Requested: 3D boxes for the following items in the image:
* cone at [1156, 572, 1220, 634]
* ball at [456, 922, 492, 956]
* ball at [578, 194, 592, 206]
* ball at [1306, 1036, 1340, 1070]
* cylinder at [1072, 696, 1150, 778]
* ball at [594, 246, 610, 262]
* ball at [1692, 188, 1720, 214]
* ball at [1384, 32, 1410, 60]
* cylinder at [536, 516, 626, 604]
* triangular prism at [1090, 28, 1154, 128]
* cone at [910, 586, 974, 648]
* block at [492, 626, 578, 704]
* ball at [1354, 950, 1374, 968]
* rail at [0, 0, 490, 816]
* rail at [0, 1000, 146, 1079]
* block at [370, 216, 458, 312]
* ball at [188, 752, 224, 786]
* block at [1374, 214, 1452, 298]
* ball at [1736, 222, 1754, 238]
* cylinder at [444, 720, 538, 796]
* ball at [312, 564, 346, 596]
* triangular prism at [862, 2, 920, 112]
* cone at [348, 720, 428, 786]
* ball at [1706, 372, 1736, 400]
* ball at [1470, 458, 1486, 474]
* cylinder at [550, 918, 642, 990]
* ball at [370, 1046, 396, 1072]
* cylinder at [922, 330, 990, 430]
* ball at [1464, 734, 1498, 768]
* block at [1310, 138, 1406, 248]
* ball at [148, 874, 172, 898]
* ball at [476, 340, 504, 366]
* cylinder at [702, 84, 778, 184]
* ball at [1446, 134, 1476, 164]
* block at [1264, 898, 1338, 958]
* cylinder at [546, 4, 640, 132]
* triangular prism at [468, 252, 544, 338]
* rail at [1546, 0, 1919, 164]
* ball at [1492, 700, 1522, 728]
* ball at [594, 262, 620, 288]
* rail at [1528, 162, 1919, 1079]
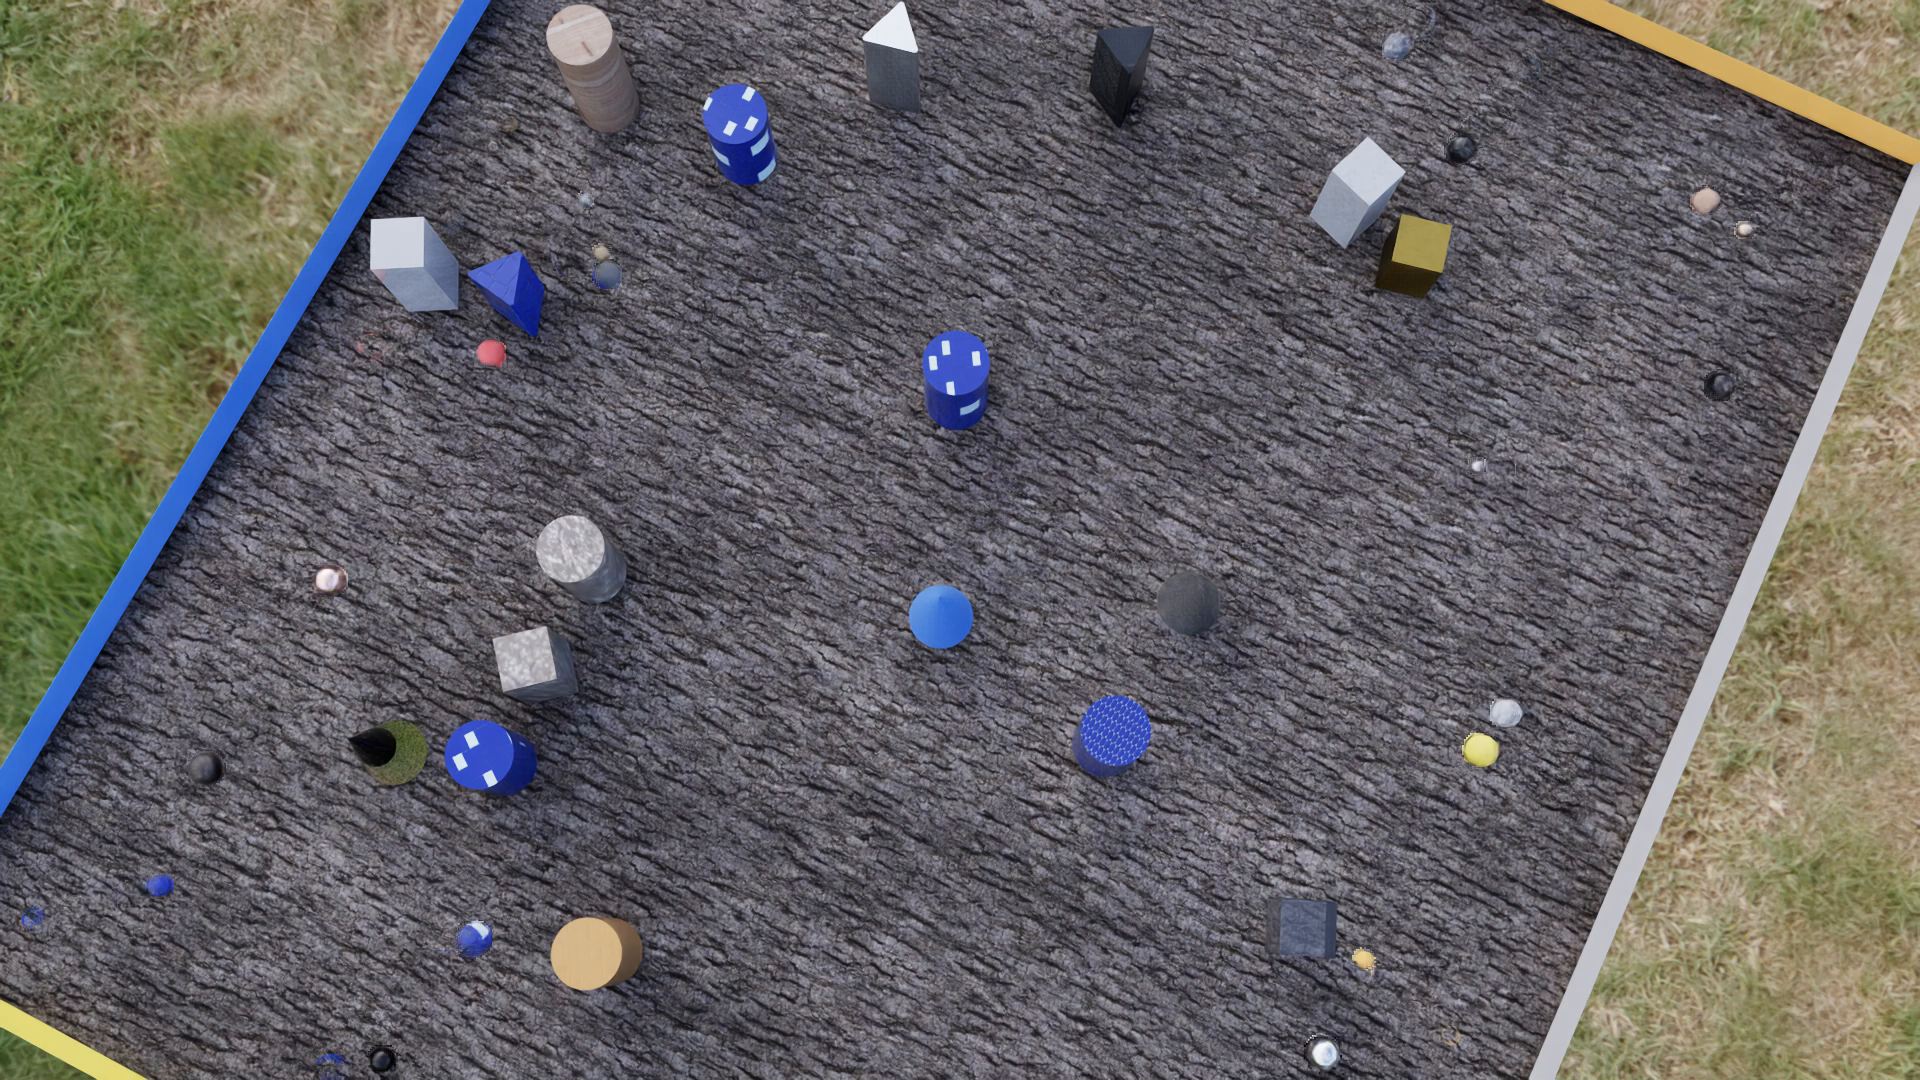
[{"bbox_3d":[0.697,0.156,5.405,0.195,0.351,0.195,0,78,0],"label":"cone"},{"bbox_3d":[-1.413,1.161,5.326,0.098,0.098,0.098,0,78,0],"label":"ball"},{"bbox_3d":[-1.190,-1.079,5.819,0.042,0.042,0.042,0,78,0],"label":"ball"},{"bbox_3d":[1.044,1.473,5.262,0.097,0.097,0.097,0,78,0],"label":"ball"},{"bbox_3d":[0.433,0.570,5.289,0.195,0.410,0.195,0,78,0],"label":"cylinder"},{"bbox_3d":[-1.128,-0.902,5.778,0.050,0.050,0.050,0,78,0],"label":"ball"},{"bbox_3d":[2.362,-1.073,5.798,0.079,0.079,0.079,0,78,0],"label":"ball"},{"bbox_3d":[1.407,-1.591,5.903,0.085,0.085,0.085,0,78,0],"label":"ball"},{"bbox_3d":[-1.115,0.061,5.422,0.195,0.357,0.195,0,78,0],"label":"cylinder"},{"bbox_3d":[0.525,-1.472,5.724,0.147,0.386,0.169,-33,80,-6],"label":"triangular prism"},{"bbox_3d":[-0.058,0.196,5.389,0.195,0.367,0.195,0,78,0],"label":"cone"},{"bbox_3d":[-1.242,0.370,5.382,0.156,0.309,0.156,-14,79,-3],"label":"block"},{"bbox_3d":[1.177,1.222,5.337,0.052,0.052,0.052,0,78,0],"label":"ball"},{"bbox_3d":[-1.946,-0.946,5.746,0.045,0.127,4.970,26,80,5],"label":"rail"},{"bbox_3d":[-1.101,2.162,5.103,4.398,0.127,0.045,26,80,5],"label":"rail"},{"bbox_3d":[-1.661,-0.838,5.595,0.156,0.382,0.156,-3,78,-1],"label":"block"},{"bbox_3d":[-2.233,0.677,5.427,0.097,0.097,0.097,0,78,0],"label":"ball"},{"bbox_3d":[1.402,-0.877,5.678,0.156,0.236,0.156,14,79,3],"label":"block"},{"bbox_3d":[2.483,-0.979,5.795,0.048,0.048,0.048,0,78,0],"label":"ball"},{"bbox_3d":[-1.362,0.637,5.334,0.195,0.296,0.195,0,78,0],"label":"cylinder"},{"bbox_3d":[-1.906,0.123,5.542,0.096,0.096,0.096,0,78,0],"label":"ball"},{"bbox_3d":[-0.192,-1.508,5.711,0.169,0.426,0.147,14,79,3],"label":"triangular prism"},{"bbox_3d":[-1.692,0.592,5.272,0.195,0.434,0.195,0,78,0],"label":"cone"},{"bbox_3d":[2.353,-0.477,5.672,0.085,0.085,0.085,0,78,0],"label":"ball"},{"bbox_3d":[1.592,-0.227,5.640,0.046,0.046,0.046,0,78,0],"label":"ball"},{"bbox_3d":[-1.027,1.171,5.203,0.195,0.336,0.195,0,78,0],"label":"cylinder"},{"bbox_3d":[-1.660,1.494,5.271,0.072,0.072,0.072,0,78,0],"label":"ball"},{"bbox_3d":[-0.012,-0.476,5.517,0.195,0.387,0.195,0,78,0],"label":"cylinder"},{"bbox_3d":[1.548,0.625,5.437,0.097,0.097,0.097,0,78,0],"label":"ball"},{"bbox_3d":[1.222,-1.066,5.654,0.156,0.359,0.156,-43,81,-8],"label":"block"},{"bbox_3d":[-2.346,1.014,5.373,0.065,0.065,0.065,0,78,0],"label":"ball"},{"bbox_3d":[-1.459,-0.581,5.694,0.083,0.083,0.083,0,78,0],"label":"ball"},{"bbox_3d":[-0.683,-1.261,5.716,0.195,0.316,0.195,0,78,0],"label":"cylinder"},{"bbox_3d":[1.595,-1.243,5.827,0.092,0.092,0.092,0,78,0],"label":"ball"},{"bbox_3d":[0.977,1.112,5.259,0.156,0.250,0.156,4,78,1],"label":"block"},{"bbox_3d":[-1.130,-1.452,5.674,0.195,0.477,0.195,0,78,0],"label":"cylinder"},{"bbox_3d":[-1.358,-0.774,5.620,0.169,0.306,0.147,35,80,7],"label":"triangular prism"},{"bbox_3d":[1.101,-2.149,5.995,4.398,0.127,0.045,26,80,5],"label":"rail"},{"bbox_3d":[1.631,0.517,5.466,0.086,0.086,0.086,0,78,0],"label":"ball"},{"bbox_3d":[-1.106,-0.832,5.746,0.083,0.083,0.083,0,78,0],"label":"ball"},{"bbox_3d":[1.946,0.959,5.352,0.045,0.127,4.970,26,80,5],"label":"rail"}]
